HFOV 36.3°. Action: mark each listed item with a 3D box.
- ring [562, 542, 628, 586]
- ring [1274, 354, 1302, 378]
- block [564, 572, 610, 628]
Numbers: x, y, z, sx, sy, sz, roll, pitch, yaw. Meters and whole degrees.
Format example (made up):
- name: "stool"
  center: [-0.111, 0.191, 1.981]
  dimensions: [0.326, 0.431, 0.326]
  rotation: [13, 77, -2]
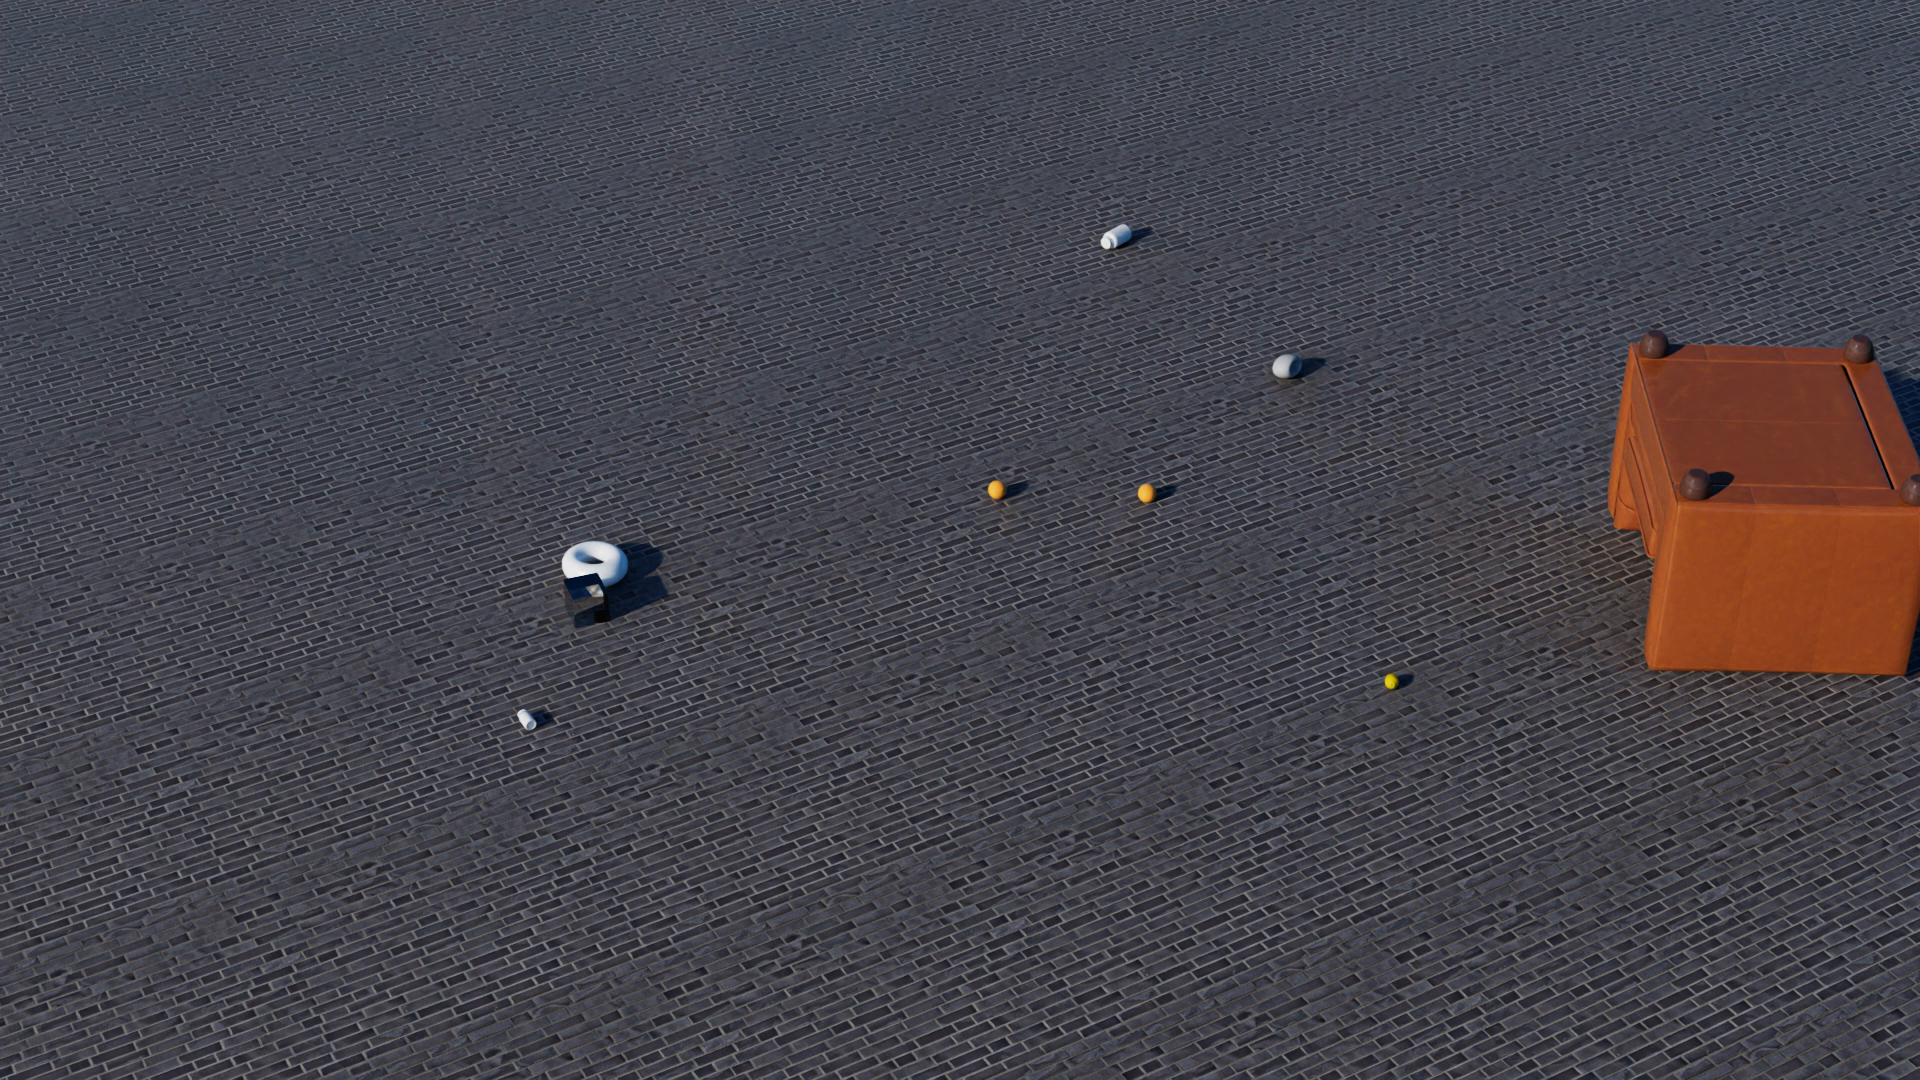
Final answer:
- name: "ring"
  center: [-1.335, 0.089, 10.728]
  dimensions: [0.253, 0.090, 0.231]
  rotation: [21, 38, 30]
- name: "ring"
  center: [1.333, -0.707, 11.935]
  dimensions: [0.078, 0.094, 0.150]
  rotation: [8, 23, 34]
- name: "block"
  center: [-1.338, 0.216, 10.505]
  dimensions: [0.128, 0.122, 0.141]
  rotation: [-12, 35, -17]
